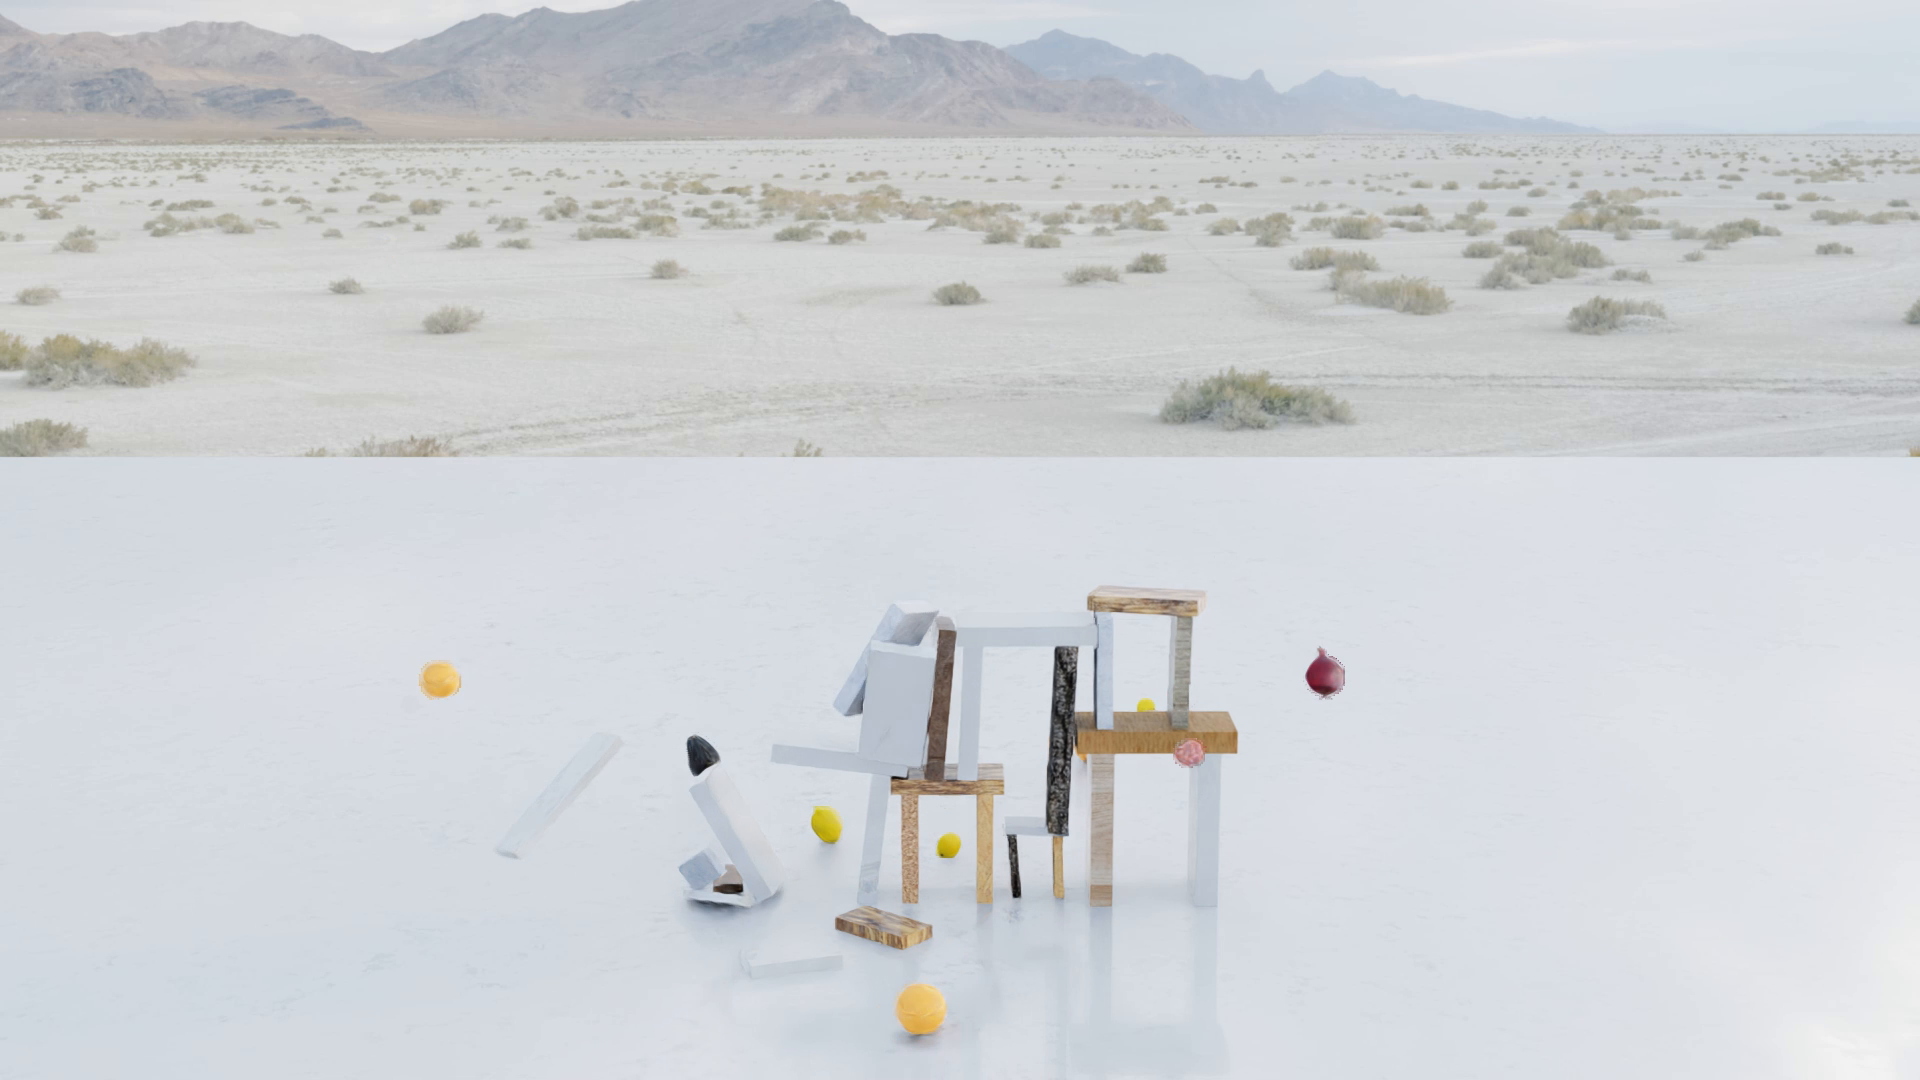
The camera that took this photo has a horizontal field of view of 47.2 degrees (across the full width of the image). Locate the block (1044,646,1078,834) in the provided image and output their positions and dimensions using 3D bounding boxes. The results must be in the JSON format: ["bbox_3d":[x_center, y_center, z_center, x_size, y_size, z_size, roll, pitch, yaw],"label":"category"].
[{"bbox_3d":[0.167,0.316,3.617,0.032,0.315,0.112,3,11,-1],"label":"block"}]

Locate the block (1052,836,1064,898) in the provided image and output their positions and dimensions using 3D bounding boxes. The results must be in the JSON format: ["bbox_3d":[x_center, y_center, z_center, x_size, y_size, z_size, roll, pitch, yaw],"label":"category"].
[{"bbox_3d":[0.164,0.537,3.663,0.015,0.106,0.053,-2,11,0],"label":"block"}]

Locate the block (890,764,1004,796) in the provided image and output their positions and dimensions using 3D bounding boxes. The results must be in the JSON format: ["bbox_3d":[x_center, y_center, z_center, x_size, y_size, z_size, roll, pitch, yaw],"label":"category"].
[{"bbox_3d":[-0.021,0.395,3.632,0.185,0.026,0.093,0,11,0],"label":"block"}]

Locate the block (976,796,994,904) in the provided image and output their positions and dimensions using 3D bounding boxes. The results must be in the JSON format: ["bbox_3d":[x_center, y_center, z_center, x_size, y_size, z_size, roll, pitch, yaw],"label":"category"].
[{"bbox_3d":[0.041,0.499,3.652,0.026,0.185,0.093,0,11,0],"label":"block"}]

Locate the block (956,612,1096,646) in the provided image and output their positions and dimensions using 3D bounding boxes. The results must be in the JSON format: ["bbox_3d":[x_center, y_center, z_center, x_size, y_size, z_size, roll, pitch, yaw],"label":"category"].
[{"bbox_3d":[0.106,0.145,3.585,0.224,0.032,0.112,0,11,-2],"label":"block"}]

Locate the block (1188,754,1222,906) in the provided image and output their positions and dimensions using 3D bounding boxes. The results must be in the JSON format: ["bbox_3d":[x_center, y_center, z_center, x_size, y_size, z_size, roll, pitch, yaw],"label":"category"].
[{"bbox_3d":[0.405,0.462,3.648,0.037,0.259,0.130,0,11,0],"label":"block"}]

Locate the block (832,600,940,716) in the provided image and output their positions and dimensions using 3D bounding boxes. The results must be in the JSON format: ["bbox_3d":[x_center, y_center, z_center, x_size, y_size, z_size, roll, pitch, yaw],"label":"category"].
[{"bbox_3d":[-0.121,0.193,3.592,0.029,0.208,0.104,39,20,25],"label":"block"}]

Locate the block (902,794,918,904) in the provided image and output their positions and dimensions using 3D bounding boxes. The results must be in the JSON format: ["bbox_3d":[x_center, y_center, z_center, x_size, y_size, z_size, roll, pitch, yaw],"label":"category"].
[{"bbox_3d":[-0.083,0.499,3.652,0.026,0.185,0.093,0,11,0],"label":"block"}]

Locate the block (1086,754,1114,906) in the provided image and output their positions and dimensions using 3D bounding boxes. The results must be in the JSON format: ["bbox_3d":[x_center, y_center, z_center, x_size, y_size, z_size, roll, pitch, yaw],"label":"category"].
[{"bbox_3d":[0.232,0.462,3.648,0.037,0.259,0.130,0,11,0],"label":"block"}]

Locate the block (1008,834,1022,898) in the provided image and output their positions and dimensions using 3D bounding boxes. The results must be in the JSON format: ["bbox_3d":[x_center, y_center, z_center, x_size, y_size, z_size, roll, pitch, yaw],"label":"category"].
[{"bbox_3d":[0.090,0.537,3.663,0.015,0.106,0.053,-4,10,1],"label":"block"}]

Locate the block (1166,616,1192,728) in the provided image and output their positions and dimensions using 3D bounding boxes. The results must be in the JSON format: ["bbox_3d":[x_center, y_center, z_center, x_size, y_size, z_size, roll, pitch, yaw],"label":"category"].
[{"bbox_3d":[0.360,0.208,3.599,0.026,0.183,0.091,1,10,0],"label":"block"}]

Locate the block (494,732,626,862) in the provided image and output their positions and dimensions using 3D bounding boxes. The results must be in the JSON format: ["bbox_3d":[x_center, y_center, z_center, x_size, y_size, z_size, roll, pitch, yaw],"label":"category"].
[{"bbox_3d":[-0.702,0.447,3.860,0.072,0.020,0.281,3,45,48],"label":"block"}]

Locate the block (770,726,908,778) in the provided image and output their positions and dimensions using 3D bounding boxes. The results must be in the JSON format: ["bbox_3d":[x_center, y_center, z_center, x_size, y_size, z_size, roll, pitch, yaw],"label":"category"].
[{"bbox_3d":[-0.194,0.348,3.623,0.222,0.031,0.111,6,10,0],"label":"block"}]

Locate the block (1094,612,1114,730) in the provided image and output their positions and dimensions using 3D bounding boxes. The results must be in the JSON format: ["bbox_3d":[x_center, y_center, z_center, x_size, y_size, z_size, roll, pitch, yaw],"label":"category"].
[{"bbox_3d":[0.235,0.209,3.597,0.026,0.183,0.091,-1,11,0],"label":"block"}]

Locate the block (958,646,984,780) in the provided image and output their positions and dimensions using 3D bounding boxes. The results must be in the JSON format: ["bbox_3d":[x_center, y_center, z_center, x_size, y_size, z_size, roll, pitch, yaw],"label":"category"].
[{"bbox_3d":[0.016,0.271,3.611,0.032,0.224,0.112,2,11,-1],"label":"block"}]

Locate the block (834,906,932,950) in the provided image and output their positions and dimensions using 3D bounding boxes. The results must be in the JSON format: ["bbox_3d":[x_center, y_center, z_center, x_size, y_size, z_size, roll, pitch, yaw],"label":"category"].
[{"bbox_3d":[-0.121,0.614,3.486,0.143,0.020,0.072,9,14,39],"label":"block"}]

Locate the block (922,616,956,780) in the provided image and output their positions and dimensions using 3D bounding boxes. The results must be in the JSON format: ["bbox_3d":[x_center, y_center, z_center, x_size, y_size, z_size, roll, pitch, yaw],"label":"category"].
[{"bbox_3d":[-0.036,0.258,3.605,0.029,0.250,0.104,4,10,-7],"label":"block"}]

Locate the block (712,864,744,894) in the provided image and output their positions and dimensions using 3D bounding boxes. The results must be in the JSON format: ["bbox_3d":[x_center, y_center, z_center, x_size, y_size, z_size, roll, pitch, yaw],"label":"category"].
[{"bbox_3d":[-0.391,0.573,3.719,0.051,0.014,0.102,-1,11,-5],"label":"block"}]

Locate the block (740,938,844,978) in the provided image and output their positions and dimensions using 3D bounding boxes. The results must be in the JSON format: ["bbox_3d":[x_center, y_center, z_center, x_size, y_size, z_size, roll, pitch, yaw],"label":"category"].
[{"bbox_3d":[-0.257,0.638,3.354,0.143,0.020,0.072,-4,11,-19],"label":"block"}]

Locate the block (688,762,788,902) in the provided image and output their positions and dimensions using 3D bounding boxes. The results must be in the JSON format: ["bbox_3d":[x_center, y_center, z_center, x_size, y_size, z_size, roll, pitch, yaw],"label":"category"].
[{"bbox_3d":[-0.369,0.486,3.662,0.031,0.222,0.111,-29,6,12],"label":"block"}]

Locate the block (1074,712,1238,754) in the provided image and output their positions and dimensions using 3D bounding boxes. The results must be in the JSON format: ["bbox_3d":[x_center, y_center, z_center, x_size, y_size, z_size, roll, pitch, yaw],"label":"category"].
[{"bbox_3d":[0.320,0.316,3.621,0.259,0.037,0.130,0,11,0],"label":"block"}]

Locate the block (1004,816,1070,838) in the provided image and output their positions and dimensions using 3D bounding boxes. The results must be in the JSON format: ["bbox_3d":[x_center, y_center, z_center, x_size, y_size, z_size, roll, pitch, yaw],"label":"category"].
[{"bbox_3d":[0.127,0.475,3.650,0.106,0.015,0.053,3,11,0],"label":"block"}]

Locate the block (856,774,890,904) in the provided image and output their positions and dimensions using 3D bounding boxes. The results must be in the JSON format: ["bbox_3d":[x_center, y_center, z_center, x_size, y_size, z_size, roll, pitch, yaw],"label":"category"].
[{"bbox_3d":[-0.141,0.479,3.650,0.031,0.222,0.111,7,10,-1],"label":"block"}]

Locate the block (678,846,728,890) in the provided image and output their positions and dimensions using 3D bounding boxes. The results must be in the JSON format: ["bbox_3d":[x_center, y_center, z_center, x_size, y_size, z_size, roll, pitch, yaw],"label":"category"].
[{"bbox_3d":[-0.427,0.546,3.643,0.014,0.051,0.102,-37,0,-40],"label":"block"}]

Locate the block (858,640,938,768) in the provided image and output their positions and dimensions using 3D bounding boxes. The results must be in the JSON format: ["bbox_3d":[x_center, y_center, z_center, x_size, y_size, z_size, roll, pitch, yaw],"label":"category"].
[{"bbox_3d":[-0.101,0.263,3.513,0.104,0.208,0.029,8,29,1],"label":"block"}]

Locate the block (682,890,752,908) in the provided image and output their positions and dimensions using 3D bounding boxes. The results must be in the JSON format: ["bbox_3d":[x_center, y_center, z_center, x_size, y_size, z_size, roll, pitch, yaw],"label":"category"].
[{"bbox_3d":[-0.397,0.586,3.598,0.102,0.014,0.051,3,-13,18],"label":"block"}]

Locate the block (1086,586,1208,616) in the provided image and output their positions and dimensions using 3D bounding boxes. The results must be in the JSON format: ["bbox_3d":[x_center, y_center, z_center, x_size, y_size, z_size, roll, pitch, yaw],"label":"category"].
[{"bbox_3d":[0.308,0.100,3.611,0.183,0.026,0.091,3,10,16],"label":"block"}]
